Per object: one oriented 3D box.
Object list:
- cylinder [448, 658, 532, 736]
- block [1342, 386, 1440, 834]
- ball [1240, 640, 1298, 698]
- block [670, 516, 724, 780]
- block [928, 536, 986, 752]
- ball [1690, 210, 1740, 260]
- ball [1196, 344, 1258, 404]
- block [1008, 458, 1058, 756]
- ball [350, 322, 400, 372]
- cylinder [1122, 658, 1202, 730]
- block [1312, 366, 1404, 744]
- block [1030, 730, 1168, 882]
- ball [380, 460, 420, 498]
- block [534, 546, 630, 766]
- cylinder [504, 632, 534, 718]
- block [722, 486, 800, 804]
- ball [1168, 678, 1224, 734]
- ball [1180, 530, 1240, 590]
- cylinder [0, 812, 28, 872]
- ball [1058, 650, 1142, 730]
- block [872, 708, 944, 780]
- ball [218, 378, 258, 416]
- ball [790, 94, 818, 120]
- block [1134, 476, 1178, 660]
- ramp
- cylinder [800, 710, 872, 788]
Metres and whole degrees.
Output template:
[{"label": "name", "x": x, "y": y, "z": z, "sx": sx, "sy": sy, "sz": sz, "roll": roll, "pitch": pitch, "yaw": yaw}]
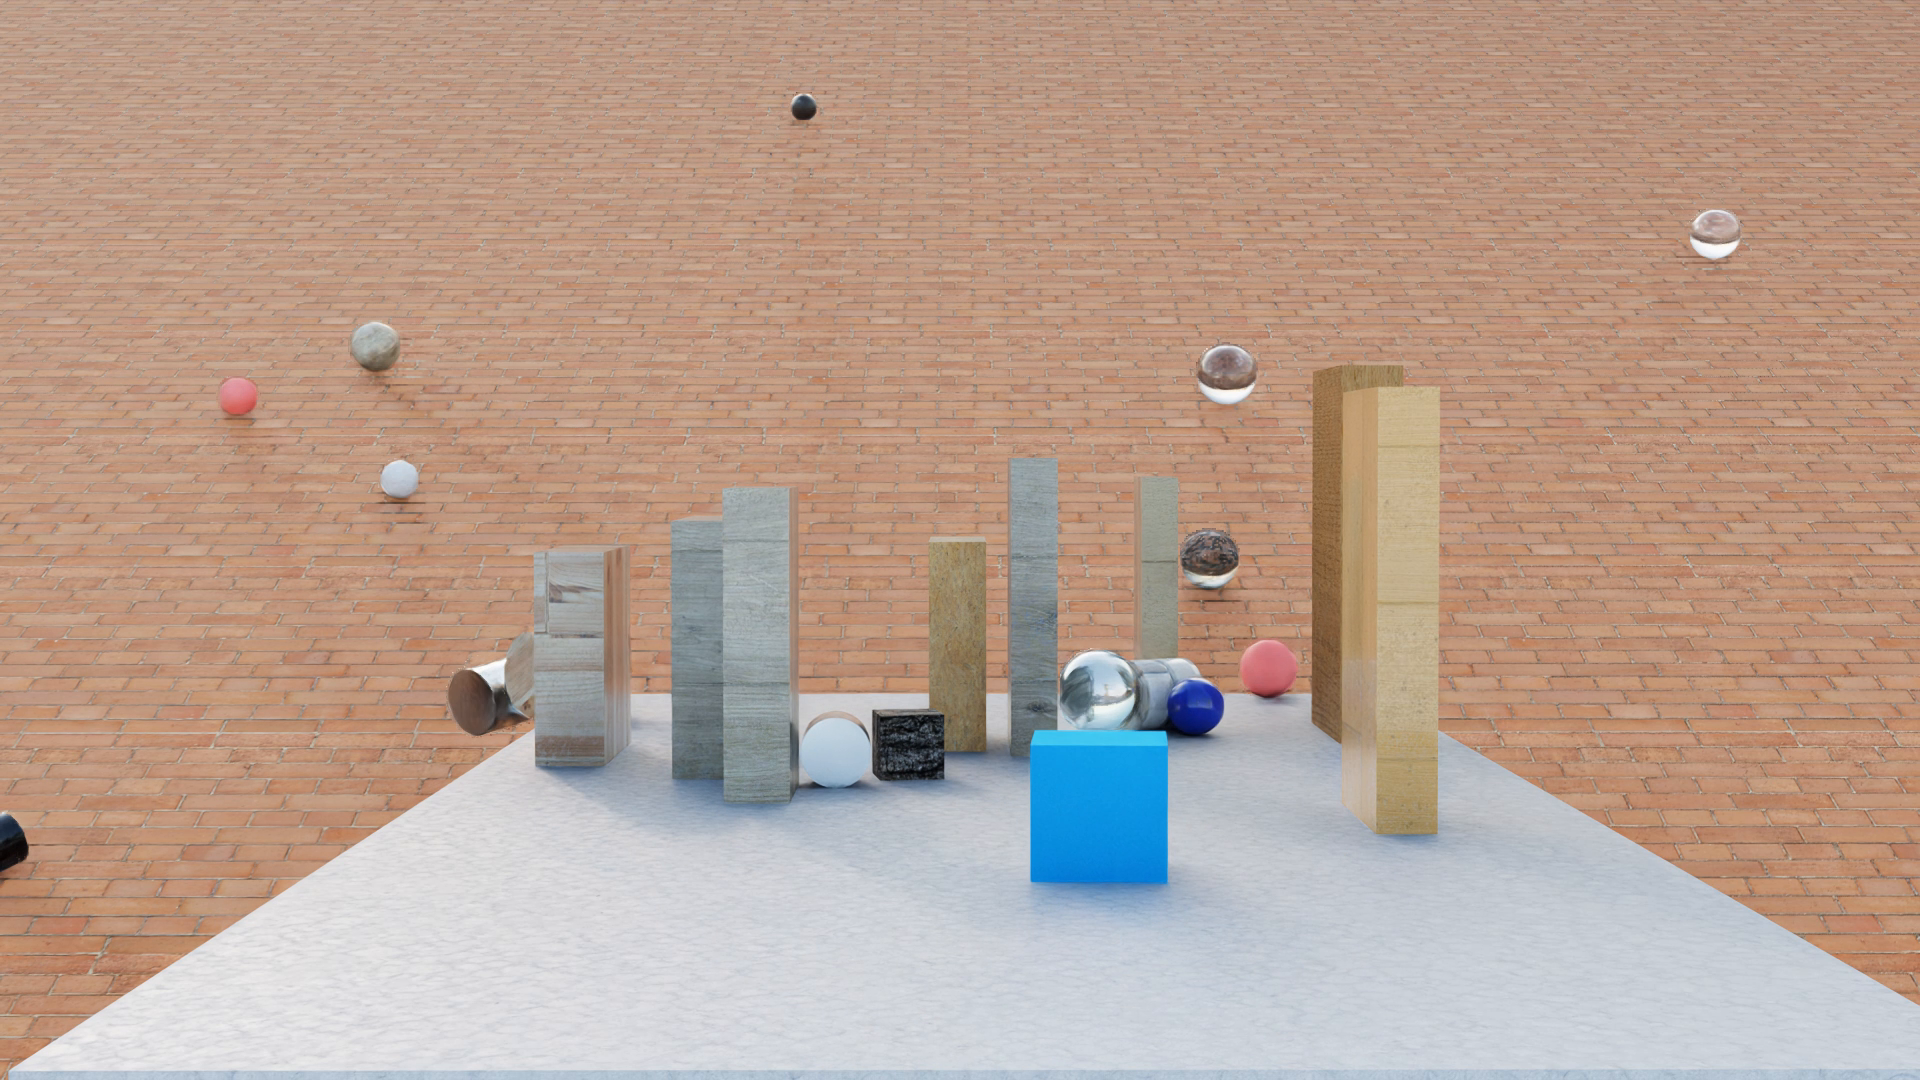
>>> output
[{"label": "cylinder", "x": -1.100, "y": 0.369, "z": 6.126, "sx": 0.160, "sy": 0.160, "sz": 0.160, "roll": 17, "pitch": 20, "yaw": 33}, {"label": "block", "x": 0.715, "y": 0.107, "z": 4.299, "sx": 0.098, "sy": 0.715, "sz": 0.371, "roll": 0, "pitch": 2, "yaw": 0}, {"label": "ball", "x": 0.770, "y": 0.322, "z": 6.435, "sx": 0.144, "sy": 0.144, "sz": 0.144, "roll": 0, "pitch": 24, "yaw": 0}, {"label": "block", "x": -0.477, "y": 0.199, "z": 5.043, "sx": 0.127, "sy": 0.484, "sz": 0.439, "roll": 0, "pitch": 2, "yaw": 0}, {"label": "block", "x": -0.005, "y": 0.213, "z": 5.441, "sx": 0.117, "sy": 0.429, "sz": 0.340, "roll": 0, "pitch": 2, "yaw": 0}, {"label": "ball", "x": 2.931, "y": -1.186, "z": 10.000, "sx": 0.191, "sy": 0.191, "sz": 0.191, "roll": 0, "pitch": 24, "yaw": 0}, {"label": "ball", "x": 0.891, "y": -0.551, "z": 8.595, "sx": 0.200, "sy": 0.200, "sz": 0.200, "roll": 0, "pitch": 24, "yaw": 0}, {"label": "block", "x": 0.149, "y": 0.130, "z": 5.354, "sx": 0.094, "sy": 0.601, "sz": 0.346, "roll": 0, "pitch": 2, "yaw": 0}, {"label": "ball", "x": -2.015, "y": -0.667, "z": 8.888, "sx": 0.168, "sy": 0.168, "sz": 0.168, "roll": 0, "pitch": 24, "yaw": 0}, {"label": "cylinder", "x": 0.432, "y": 0.341, "z": 5.702, "sx": 0.156, "sy": 0.156, "sz": 0.156, "roll": -1, "pitch": 21, "yaw": -34}, {"label": "block", "x": 0.862, "y": 0.024, "z": 5.614, "sx": 0.130, "sy": 0.794, "sz": 0.429, "roll": 0, "pitch": 2, "yaw": 0}, {"label": "block", "x": 0.204, "y": 0.386, "z": 3.759, "sx": 0.195, "sy": 0.195, "sz": 0.195, "roll": 0, "pitch": 2, "yaw": 4}, {"label": "ball", "x": -1.716, "y": -0.185, "z": 7.893, "sx": 0.117, "sy": 0.117, "sz": 0.117, "roll": 0, "pitch": 24, "yaw": 0}, {"label": "block", "x": -0.762, "y": 0.226, "z": 5.227, "sx": 0.136, "sy": 0.418, "sz": 0.407, "roll": 0, "pitch": 2, "yaw": 0}, {"label": "cylinder", "x": -0.925, "y": 0.309, "z": 6.025, "sx": 0.197, "sy": 0.197, "sz": 0.197, "roll": -2, "pitch": 19, "yaw": -45}, {"label": "block", "x": -0.355, "y": 0.180, "z": 4.620, "sx": 0.116, "sy": 0.550, "sz": 0.265, "roll": 0, "pitch": 2, "yaw": 0}, {"label": "ball", "x": 0.512, "y": 0.360, "z": 5.589, "sx": 0.125, "sy": 0.125, "sz": 0.125, "roll": 0, "pitch": 24, "yaw": 0}, {"label": "ball", "x": 0.707, "y": 0.057, "z": 7.301, "sx": 0.168, "sy": 0.168, "sz": 0.168, "roll": 0, "pitch": 24, "yaw": 0}, {"label": "cylinder", "x": -2.235, "y": 0.708, "z": 5.924, "sx": 0.125, "sy": 0.125, "sz": 0.125, "roll": 18, "pitch": 30, "yaw": 34}, {"label": "ball", "x": 0.300, "y": 0.330, "z": 5.582, "sx": 0.185, "sy": 0.185, "sz": 0.185, "roll": 0, "pitch": 24, "yaw": 0}, {"label": "block", "x": -0.099, "y": 0.386, "z": 4.874, "sx": 0.121, "sy": 0.121, "sz": 0.121, "roll": 0, "pitch": 2, "yaw": -9}, {"label": "ball", "x": -2.387, "y": -0.475, "z": 8.521, "sx": 0.124, "sy": 0.124, "sz": 0.124, "roll": 0, "pitch": 24, "yaw": 0}, {"label": "ball", "x": -0.717, "y": -1.989, "z": 11.844, "sx": 0.123, "sy": 0.123, "sz": 0.123, "roll": 0, "pitch": 24, "yaw": 0}, {"label": "block", "x": 0.450, "y": 0.133, "z": 5.932, "sx": 0.082, "sy": 0.556, "sz": 0.258, "roll": 0, "pitch": 2, "yaw": 0}, {"label": "ramp", "x": 0.056, "y": 0.507, "z": 4.550, "sx": 2.000, "sy": 0.100, "sz": 4.000, "roll": 0, "pitch": 2, "yaw": 0}, {"label": "cylinder", "x": -0.229, "y": 0.386, "z": 4.762, "sx": 0.129, "sy": 0.129, "sz": 0.129, "roll": -1, "pitch": 2, "yaw": -3}]
